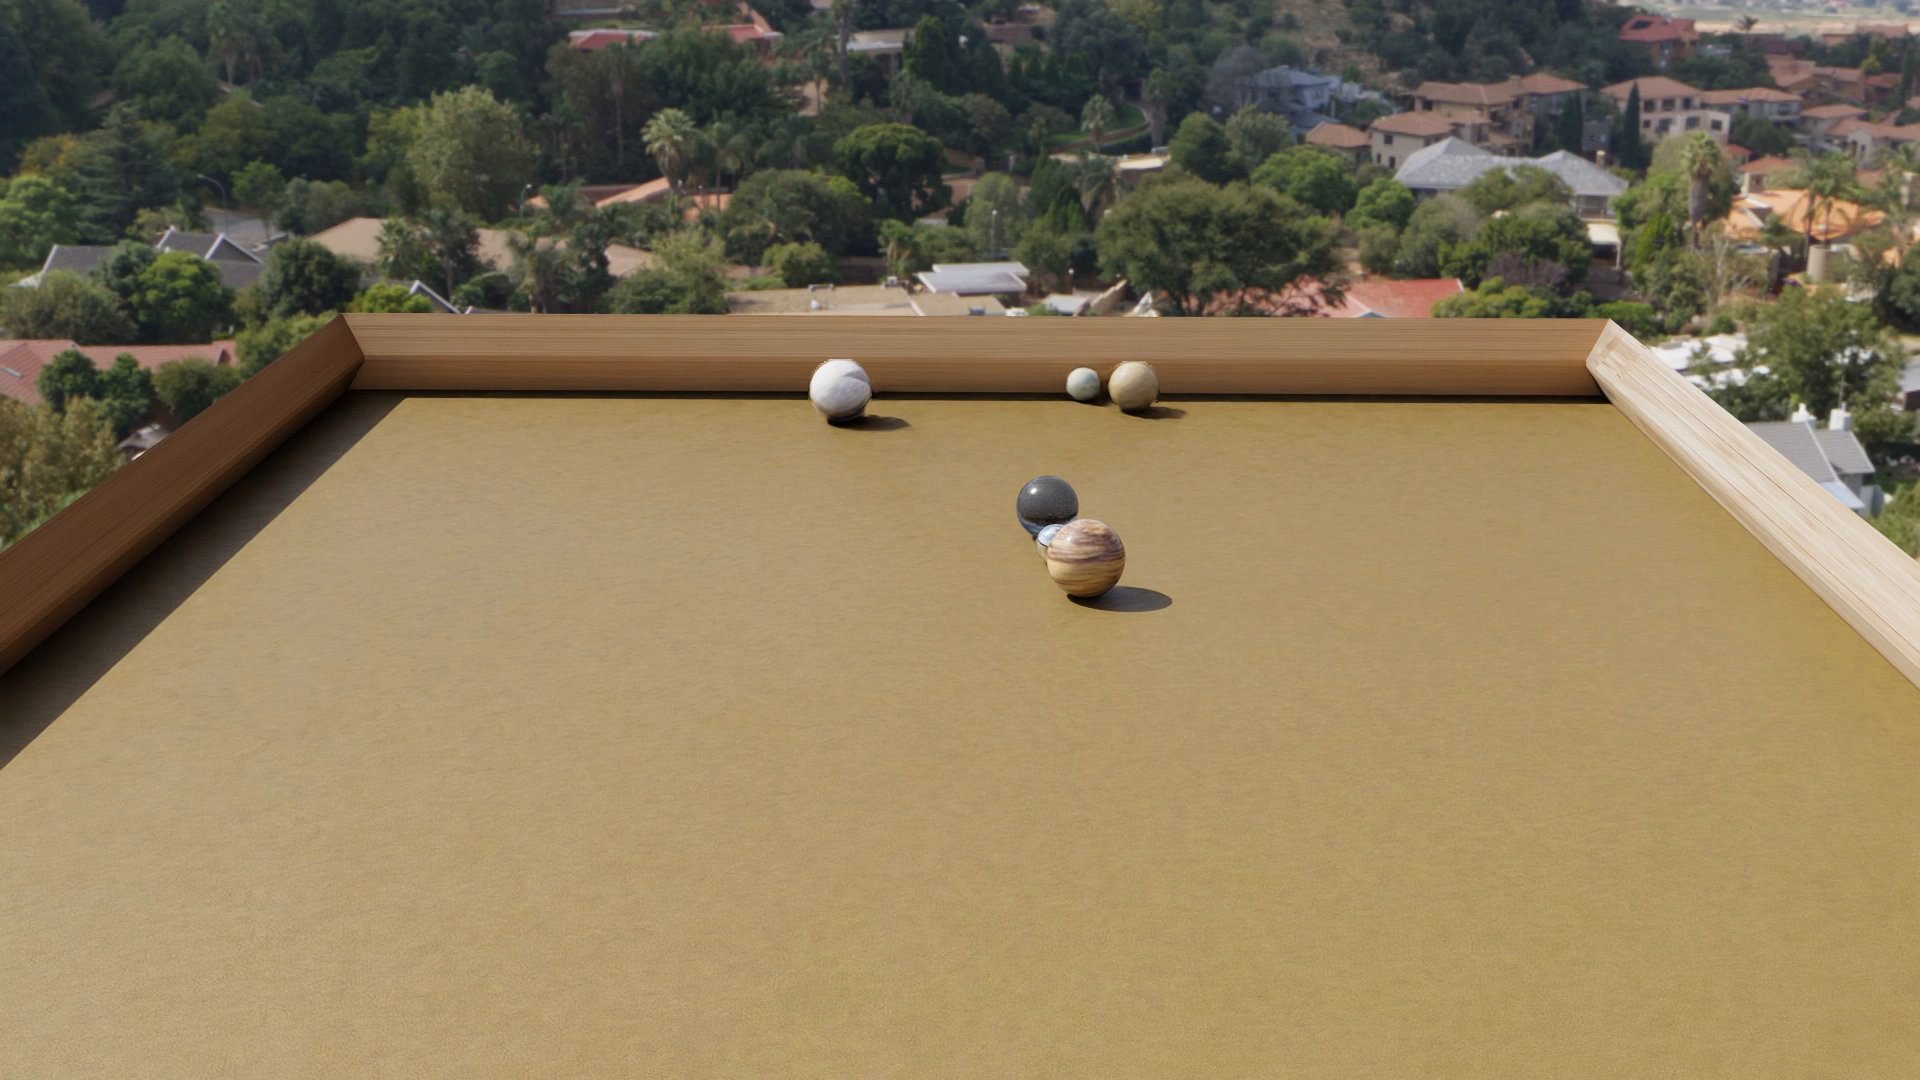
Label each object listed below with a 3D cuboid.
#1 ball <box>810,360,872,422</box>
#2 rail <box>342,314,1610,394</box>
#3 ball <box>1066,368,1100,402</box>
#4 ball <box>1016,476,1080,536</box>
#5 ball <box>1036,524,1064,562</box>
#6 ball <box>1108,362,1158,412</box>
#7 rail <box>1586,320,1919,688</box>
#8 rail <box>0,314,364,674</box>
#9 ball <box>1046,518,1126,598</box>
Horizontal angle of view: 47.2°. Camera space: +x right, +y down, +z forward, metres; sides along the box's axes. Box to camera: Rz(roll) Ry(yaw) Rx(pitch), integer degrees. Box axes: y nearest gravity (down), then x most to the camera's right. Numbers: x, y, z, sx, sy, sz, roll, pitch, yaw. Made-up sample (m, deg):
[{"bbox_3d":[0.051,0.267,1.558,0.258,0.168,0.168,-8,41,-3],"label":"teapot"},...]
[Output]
[{"bbox_3d":[-0.183,-0.228,3.364,0.095,0.095,0.095,0,18,0],"label":"ball"},{"bbox_3d":[0.019,-0.292,3.516,2.033,0.123,0.045,0,18,1],"label":"rail"},{"bbox_3d":[0.196,-0.247,3.492,0.054,0.054,0.054,0,18,0],"label":"ball"},{"bbox_3d":[0.111,-0.041,2.798,0.081,0.081,0.081,0,18,0],"label":"ball"},{"bbox_3d":[0.118,0.005,2.701,0.051,0.051,0.051,0,18,0],"label":"ball"},{"bbox_3d":[0.270,-0.238,3.424,0.078,0.078,0.078,0,18,0],"label":"ball"},{"bbox_3d":[0.973,0.258,1.781,0.045,0.123,3.645,0,18,1],"label":"rail"},{"bbox_3d":[-1.012,0.245,1.821,0.045,0.123,3.645,0,18,1],"label":"rail"},{"bbox_3d":[0.148,0.021,2.580,0.093,0.093,0.093,0,18,0],"label":"ball"}]
